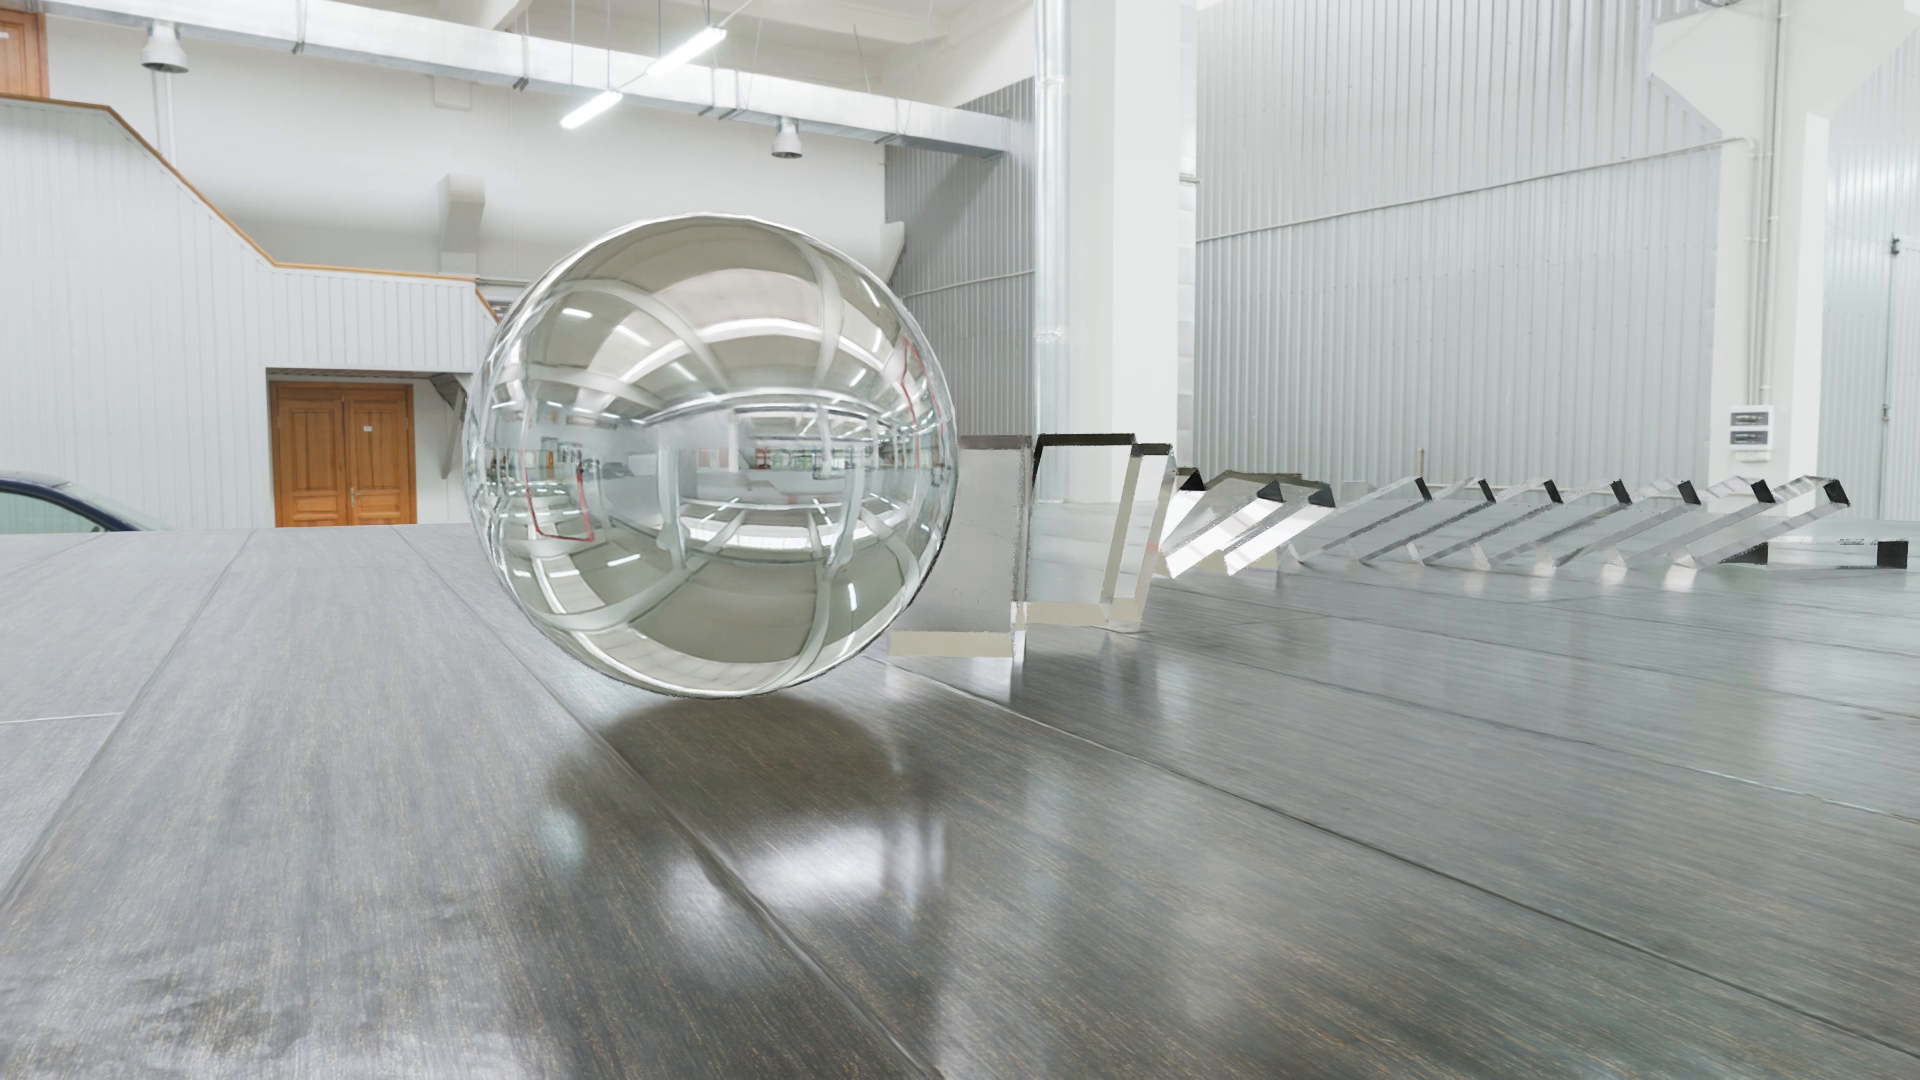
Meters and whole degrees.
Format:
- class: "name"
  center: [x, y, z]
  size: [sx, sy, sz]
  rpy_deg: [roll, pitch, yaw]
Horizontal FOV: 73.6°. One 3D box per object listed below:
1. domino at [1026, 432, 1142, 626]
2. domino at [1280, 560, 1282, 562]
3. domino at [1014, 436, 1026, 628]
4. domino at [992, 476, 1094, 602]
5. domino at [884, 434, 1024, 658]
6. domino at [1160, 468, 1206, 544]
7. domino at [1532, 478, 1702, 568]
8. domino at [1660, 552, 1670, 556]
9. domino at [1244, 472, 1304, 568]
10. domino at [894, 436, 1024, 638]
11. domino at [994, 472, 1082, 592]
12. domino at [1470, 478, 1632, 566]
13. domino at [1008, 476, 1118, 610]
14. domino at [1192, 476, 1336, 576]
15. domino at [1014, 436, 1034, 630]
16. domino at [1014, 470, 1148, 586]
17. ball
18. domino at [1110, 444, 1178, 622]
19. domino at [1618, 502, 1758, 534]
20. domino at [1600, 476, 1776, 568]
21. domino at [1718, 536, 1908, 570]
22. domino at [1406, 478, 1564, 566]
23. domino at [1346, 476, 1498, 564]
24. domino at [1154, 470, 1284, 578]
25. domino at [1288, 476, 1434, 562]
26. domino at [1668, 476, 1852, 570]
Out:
- class: "domino"
  center: [0.027, -0.003, 0.312]
  size: [0.025, 0.050, 0.010]
  rpy_deg: [1, -34, 23]
- class: "domino"
  center: [0.107, 0.001, 0.487]
  size: [0.025, 0.010, 0.050]
  rpy_deg: [1, 4, 10]
- class: "domino"
  center: [0.000, -0.001, 0.280]
  size: [0.025, 0.050, 0.009]
  rpy_deg: [1, -36, 7]
- class: "domino"
  center: [0.023, -0.001, 0.365]
  size: [0.025, 0.009, 0.050]
  rpy_deg: [0, 34, -2]
- class: "domino"
  center: [0.000, 0.000, 0.268]
  size: [0.025, 0.050, 0.009]
  rpy_deg: [1, -36, 7]
- class: "domino"
  center: [0.056, -0.006, 0.418]
  size: [0.025, 0.009, 0.050]
  rpy_deg: [4, 38, 44]
- class: "domino"
  center: [0.227, -0.006, 0.448]
  size: [0.050, 0.010, 0.025]
  rpy_deg: [-26, -1, 11]
- class: "domino"
  center: [0.282, 0.000, 0.511]
  size: [0.025, 0.009, 0.050]
  rpy_deg: [0, 4, 2]
- class: "domino"
  center: [0.106, -0.008, 0.459]
  size: [0.025, 0.009, 0.050]
  rpy_deg: [2, 33, 26]
- class: "domino"
  center: [0.001, -0.002, 0.293]
  size: [0.025, 0.050, 0.009]
  rpy_deg: [1, -36, 7]
- class: "domino"
  center: [0.023, -0.003, 0.386]
  size: [0.025, 0.010, 0.050]
  rpy_deg: [-1, 34, 2]
- class: "domino"
  center: [0.206, -0.007, 0.451]
  size: [0.050, 0.010, 0.025]
  rpy_deg: [-26, -1, 12]
- class: "domino"
  center: [0.027, 0.000, 0.346]
  size: [0.025, 0.009, 0.050]
  rpy_deg: [0, 34, -1]
- class: "domino"
  center: [0.099, -0.006, 0.433]
  size: [0.050, 0.009, 0.025]
  rpy_deg: [-29, 22, -23]
- class: "domino"
  center: [0.004, -0.003, 0.305]
  size: [0.025, 0.050, 0.009]
  rpy_deg: [0, -36, 7]
- class: "domino"
  center: [0.039, -0.005, 0.404]
  size: [0.025, 0.009, 0.050]
  rpy_deg: [2, 36, 29]
- class: "ball"
  center: [-0.040, -0.013, 0.213]
  size: [0.080, 0.080, 0.080]
  rpy_deg: [0, 4, 0]
- class: "domino"
  center: [0.037, -0.003, 0.323]
  size: [0.025, 0.050, 0.009]
  rpy_deg: [2, -39, 23]
- class: "domino"
  center: [0.279, -0.009, 0.494]
  size: [0.025, 0.010, 0.050]
  rpy_deg: [0, 4, -1]
- class: "domino"
  center: [0.250, -0.006, 0.443]
  size: [0.050, 0.009, 0.025]
  rpy_deg: [-26, -1, 13]
- class: "domino"
  center: [0.296, 0.004, 0.447]
  size: [0.050, 0.009, 0.025]
  rpy_deg: [0, 4, -4]
- class: "domino"
  center: [0.185, -0.007, 0.456]
  size: [0.050, 0.009, 0.025]
  rpy_deg: [-26, -1, 12]
- class: "domino"
  center: [0.164, -0.007, 0.461]
  size: [0.050, 0.010, 0.025]
  rpy_deg: [-26, -1, 12]
- class: "domino"
  center: [0.080, -0.006, 0.424]
  size: [0.050, 0.009, 0.025]
  rpy_deg: [-31, 23, -21]
- class: "domino"
  center: [0.144, -0.008, 0.466]
  size: [0.050, 0.009, 0.025]
  rpy_deg: [-26, -1, 9]
- class: "domino"
  center: [0.271, -0.006, 0.439]
  size: [0.050, 0.009, 0.025]
  rpy_deg: [-26, 0, 13]
